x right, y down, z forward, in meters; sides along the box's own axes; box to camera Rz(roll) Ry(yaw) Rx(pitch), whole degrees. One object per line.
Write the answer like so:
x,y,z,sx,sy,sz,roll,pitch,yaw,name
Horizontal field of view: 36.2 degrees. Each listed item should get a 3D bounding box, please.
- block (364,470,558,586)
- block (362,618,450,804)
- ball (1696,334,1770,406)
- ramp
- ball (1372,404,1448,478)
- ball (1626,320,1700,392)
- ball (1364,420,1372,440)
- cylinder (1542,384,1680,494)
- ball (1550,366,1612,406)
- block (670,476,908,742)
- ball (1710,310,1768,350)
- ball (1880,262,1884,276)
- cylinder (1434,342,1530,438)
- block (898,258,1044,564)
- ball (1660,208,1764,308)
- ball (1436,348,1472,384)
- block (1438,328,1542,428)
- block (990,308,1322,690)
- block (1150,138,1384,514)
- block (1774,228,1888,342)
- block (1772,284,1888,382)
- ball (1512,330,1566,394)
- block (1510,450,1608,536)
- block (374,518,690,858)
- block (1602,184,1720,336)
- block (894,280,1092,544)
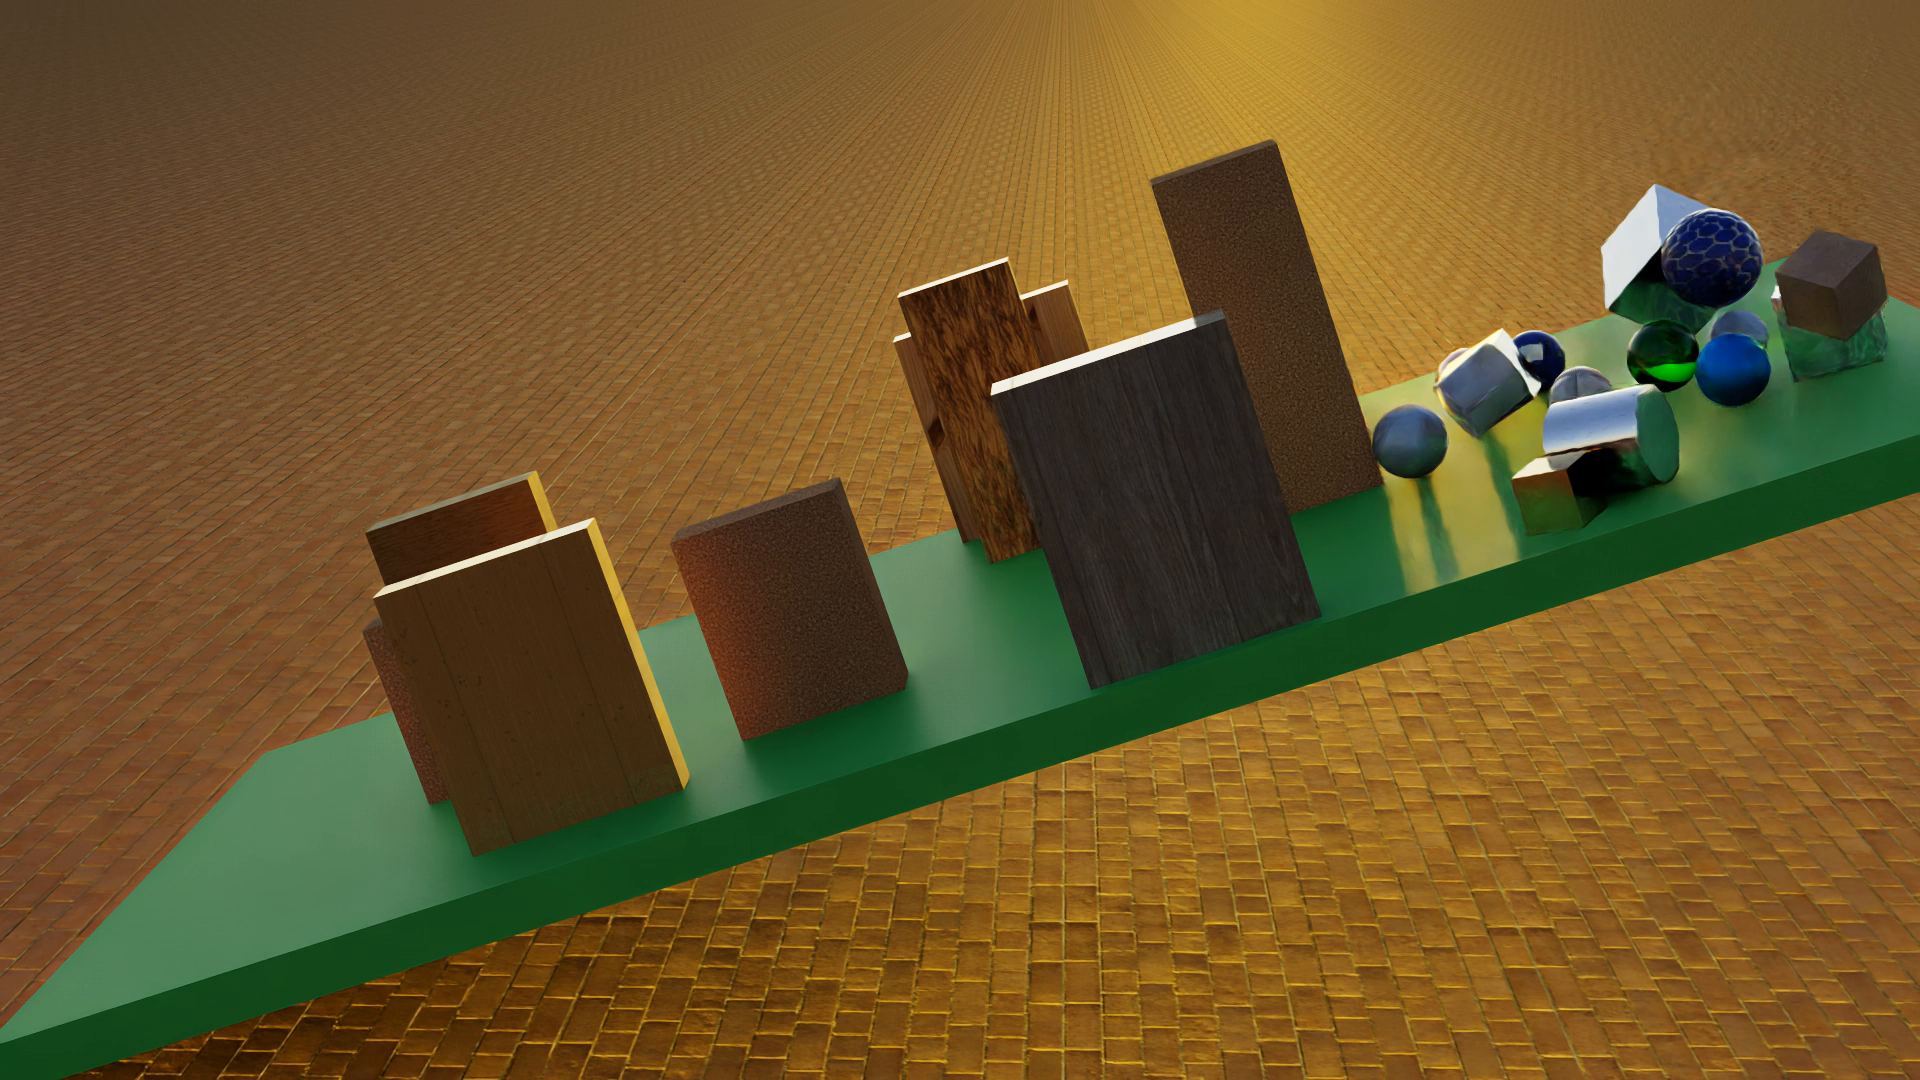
-1.046,0.169,6.608,0.386,0.550,0.110,-18,11,6,block
-1.051,0.322,6.252,0.294,0.401,0.106,-18,11,6,block
1.519,-0.334,5.781,0.144,0.144,0.144,0,12,0,ball
0.106,0.180,6.305,4.000,0.100,2.000,-18,11,6,ramp
0.936,-0.205,6.112,0.155,0.155,0.155,0,12,0,ball
1.459,-0.381,6.104,0.149,0.149,0.149,0,12,0,ball
0.838,-0.220,6.434,0.126,0.126,0.126,0,12,0,ball
1.205,-0.180,5.439,0.186,0.186,0.186,-12,3,36,cylinder
1.273,-0.290,6.023,0.130,0.130,0.130,0,12,0,ball
-0.338,0.137,5.874,0.344,0.426,0.134,-18,11,6,block
1.619,-0.420,6.110,0.117,0.117,0.117,0,12,0,ball
1.872,-0.550,6.214,0.156,0.156,0.156,0,12,0,ball
1.064,-0.306,6.004,0.138,0.138,0.138,-41,18,-3,cylinder
0.088,-0.293,6.693,0.260,0.646,0.082,-18,11,6,block
1.525,-0.571,5.967,0.202,0.202,0.202,0,12,0,ball
1.133,-0.355,6.549,0.145,0.145,0.145,0,12,0,ball
1.145,-0.342,6.348,0.147,0.147,0.147,-35,4,24,block
0.356,-0.073,5.336,0.438,0.572,0.132,-18,11,6,block
0.644,-0.438,6.179,0.271,0.749,0.141,-18,11,6,block
1.662,-0.486,5.608,0.134,0.134,0.134,-43,40,-19,block
1.730,-0.437,5.846,0.174,0.174,0.174,-14,12,24,block
1.272,-0.395,6.518,0.140,0.140,0.140,0,12,0,ball
1.092,-0.086,5.362,0.113,0.113,0.113,-11,14,38,block
-0.821,0.285,5.662,0.435,0.541,0.097,-18,11,6,block
1.517,-0.589,6.273,0.204,0.204,0.204,21,46,-14,block
0.132,-0.306,7.040,0.435,0.514,0.085,-18,11,6,block
